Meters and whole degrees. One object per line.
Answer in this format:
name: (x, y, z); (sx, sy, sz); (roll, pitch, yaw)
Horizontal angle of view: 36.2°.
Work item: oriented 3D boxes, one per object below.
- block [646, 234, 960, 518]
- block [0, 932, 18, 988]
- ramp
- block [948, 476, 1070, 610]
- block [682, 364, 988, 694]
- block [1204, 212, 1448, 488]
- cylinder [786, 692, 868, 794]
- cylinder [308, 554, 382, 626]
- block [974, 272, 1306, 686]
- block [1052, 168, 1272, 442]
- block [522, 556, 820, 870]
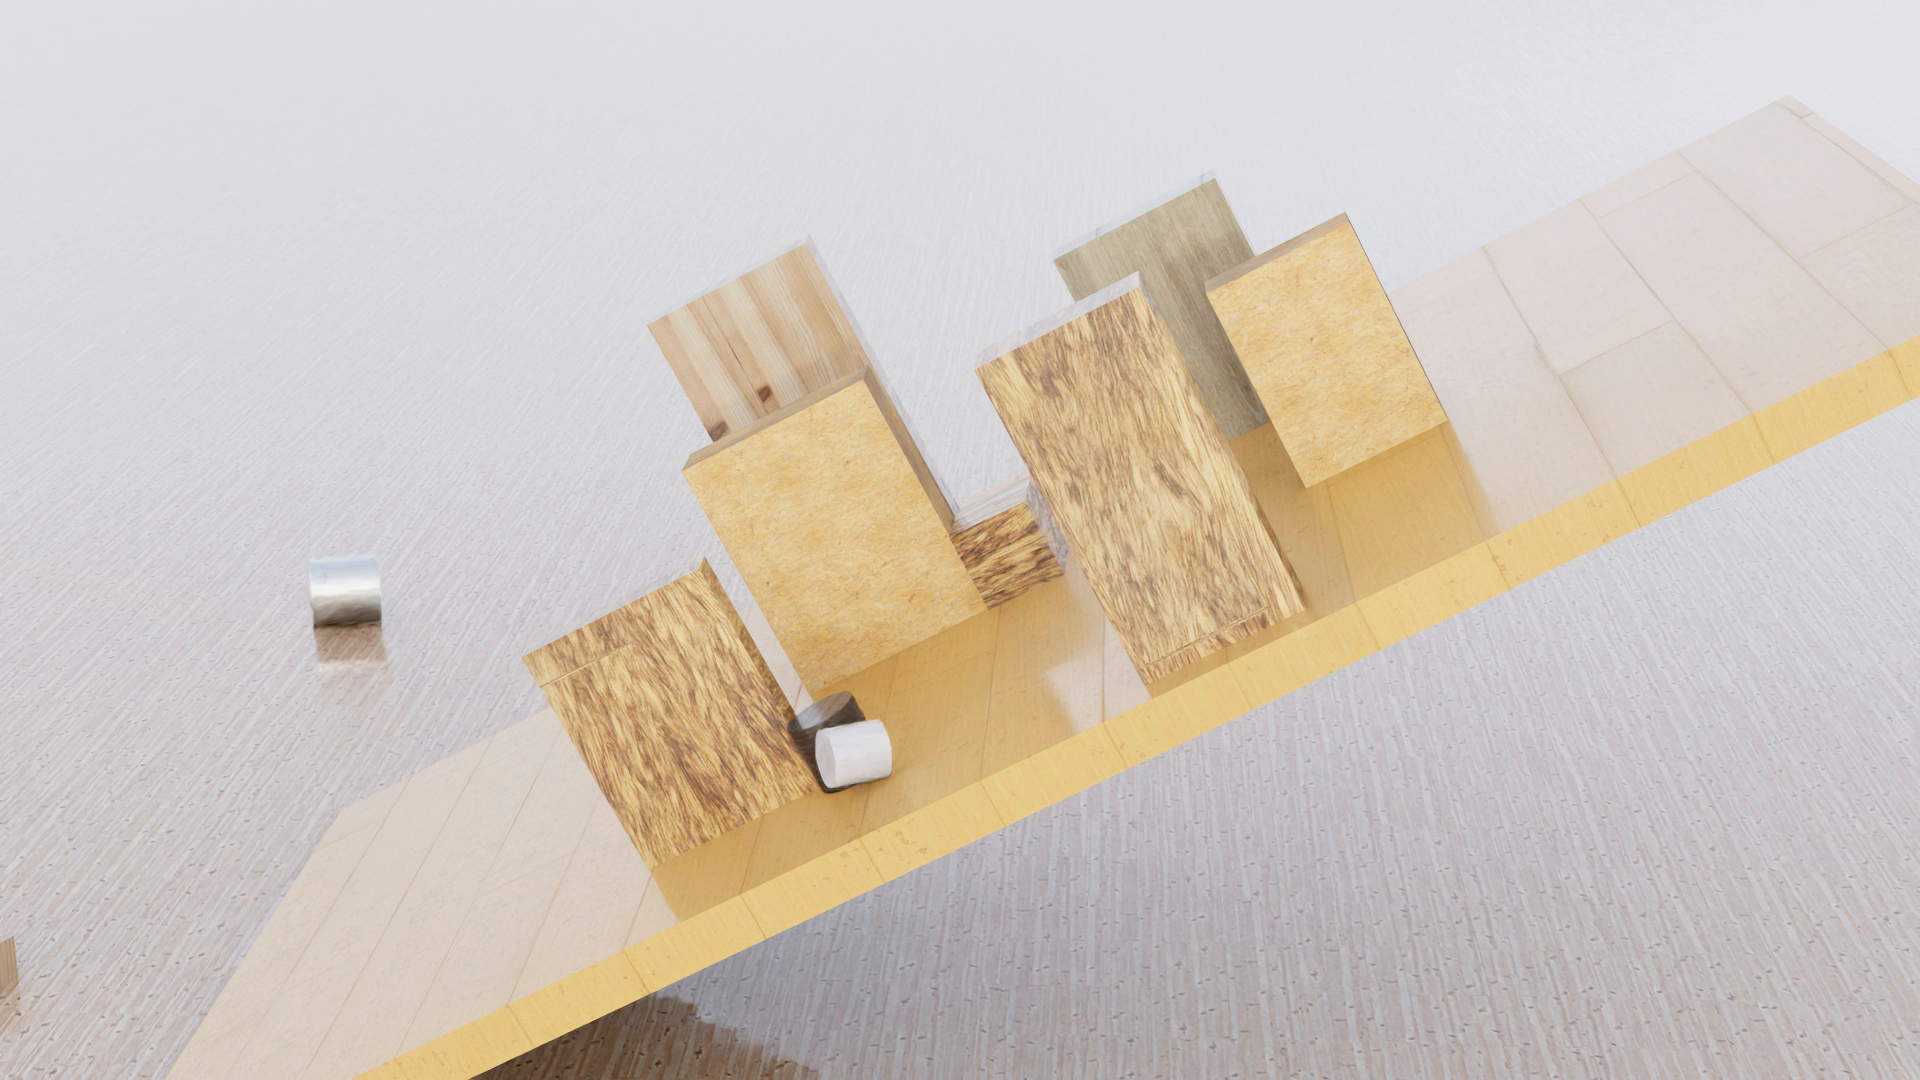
block: (-0.356, -0.271, 6.953); (0.423, 0.790, 0.103); (-26, 14, 11)
block: (-2.264, 0.976, 6.807); (0.107, 0.107, 0.107); (8, 19, 23)
ramp: (0.141, 0.167, 6.281); (4.000, 0.100, 2.000); (-26, 14, 11)
block: (0.108, 0.005, 6.333); (0.182, 0.182, 0.182); (-25, 14, 13)
block: (-0.261, -0.020, 6.338); (0.441, 0.567, 0.136); (-26, 14, 11)
block: (0.735, -0.381, 5.913); (0.314, 0.452, 0.111); (-26, 14, 11)
cylinder: (-0.239, 0.393, 5.711); (0.144, 0.144, 0.144); (-27, 14, 7)
cylinder: (-1.939, 0.159, 9.266); (0.209, 0.209, 0.209); (-5, 18, -15)
block: (0.327, -0.108, 5.298); (0.326, 0.664, 0.134); (-26, 14, 11)
block: (0.509, -0.484, 6.530); (0.396, 0.545, 0.112); (-26, 14, 11)
block: (-0.557, 0.342, 5.770); (0.398, 0.500, 0.083); (-26, 14, 11)
